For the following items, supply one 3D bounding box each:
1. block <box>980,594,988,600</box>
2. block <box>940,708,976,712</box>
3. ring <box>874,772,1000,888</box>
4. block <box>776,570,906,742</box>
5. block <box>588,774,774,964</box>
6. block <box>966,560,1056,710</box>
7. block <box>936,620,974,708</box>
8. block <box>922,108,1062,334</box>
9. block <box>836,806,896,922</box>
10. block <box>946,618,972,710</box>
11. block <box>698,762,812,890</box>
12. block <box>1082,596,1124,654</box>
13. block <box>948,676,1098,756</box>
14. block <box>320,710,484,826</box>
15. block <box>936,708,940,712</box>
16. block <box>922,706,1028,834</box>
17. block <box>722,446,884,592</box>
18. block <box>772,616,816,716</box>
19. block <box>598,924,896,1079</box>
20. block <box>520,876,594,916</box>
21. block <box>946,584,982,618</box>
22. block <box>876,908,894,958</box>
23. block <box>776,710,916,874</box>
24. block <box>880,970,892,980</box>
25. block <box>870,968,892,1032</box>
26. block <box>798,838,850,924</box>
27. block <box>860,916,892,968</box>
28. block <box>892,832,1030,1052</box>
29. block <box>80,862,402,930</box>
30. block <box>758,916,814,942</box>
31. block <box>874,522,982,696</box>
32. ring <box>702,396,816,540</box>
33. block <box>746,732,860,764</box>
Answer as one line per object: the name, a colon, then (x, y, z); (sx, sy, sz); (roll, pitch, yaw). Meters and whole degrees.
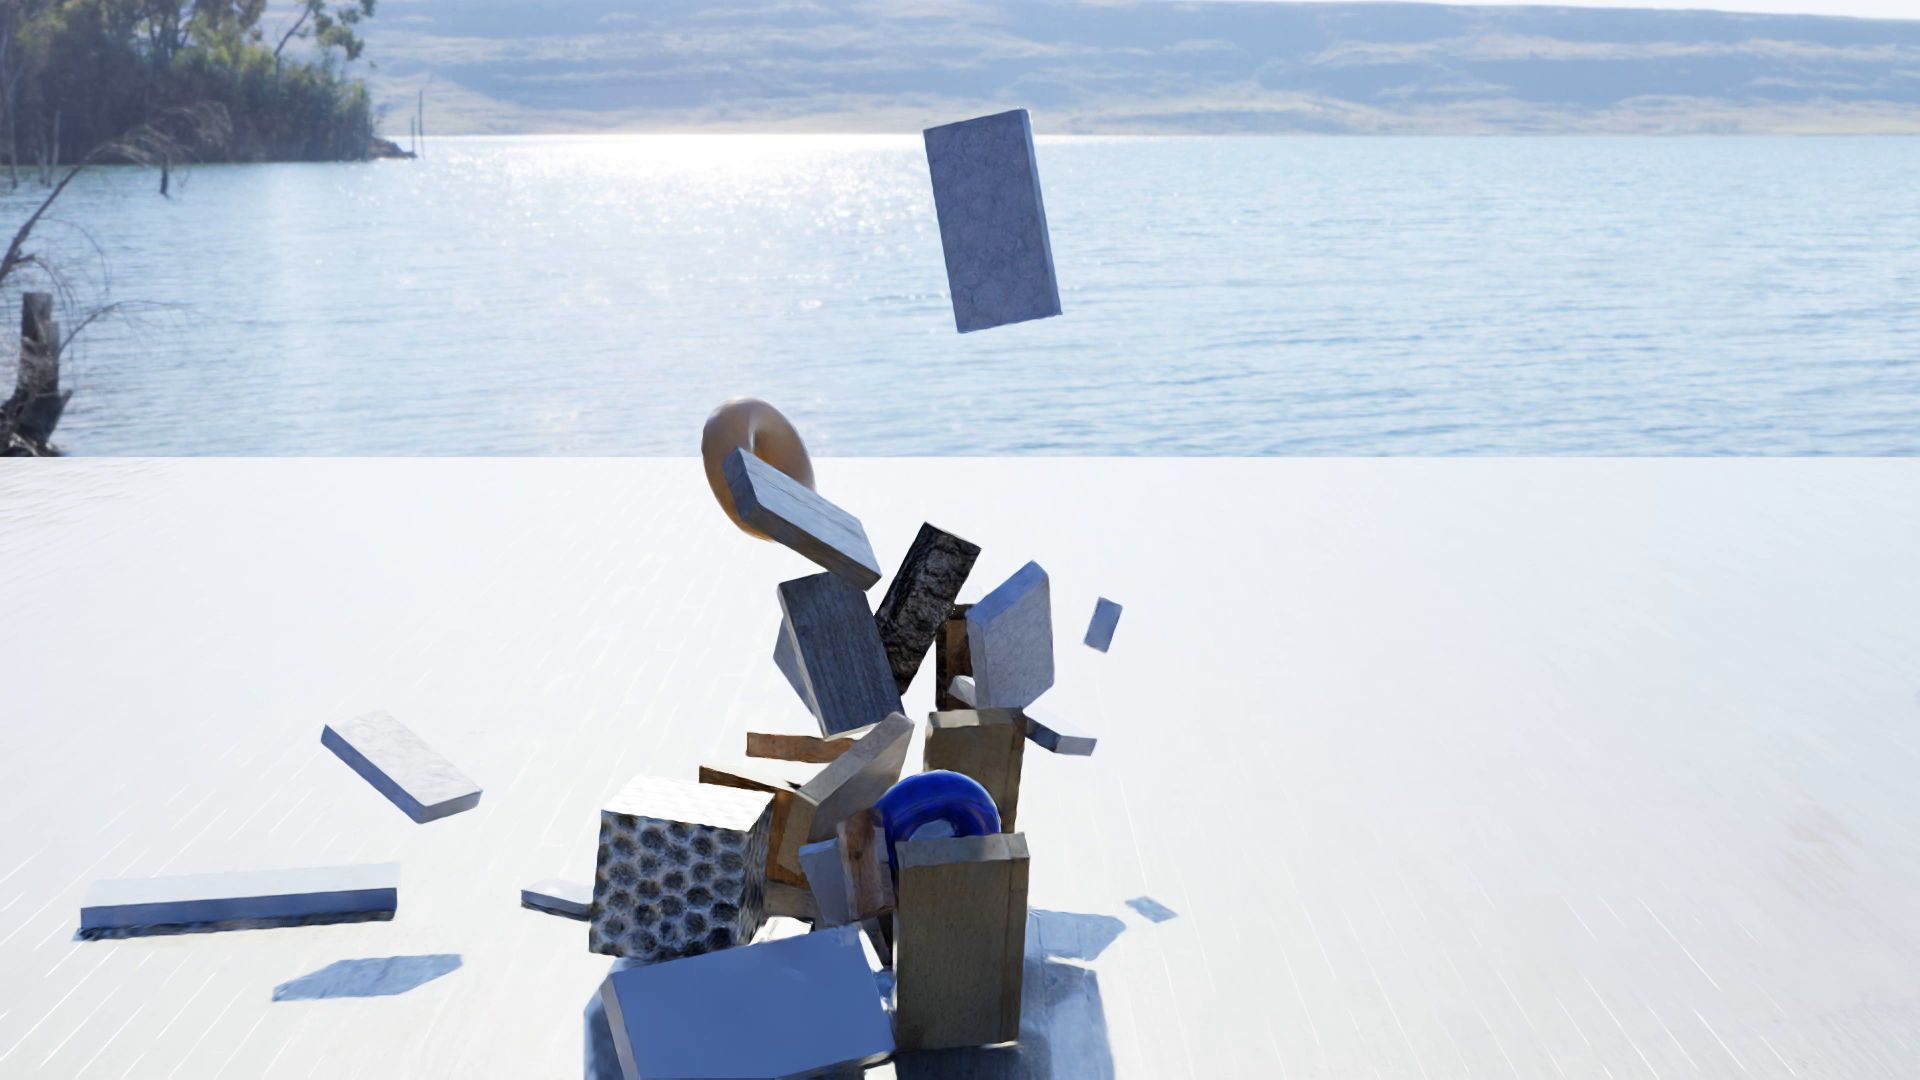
block: (0.055, 0.116, 3.981); (0.014, 0.048, 0.096); (40, -22, -13)
block: (0.005, 0.318, 4.112); (0.087, 0.025, 0.174); (0, 11, 0)
ring: (-0.039, 0.402, 2.968); (0.197, 0.197, 0.066); (-4, 22, -20)
block: (-0.185, 0.174, 3.403); (0.127, 0.255, 0.036); (-14, -17, -19)
block: (-0.421, 0.503, 3.344); (0.220, 0.220, 0.220); (8, 8, 4)
block: (0.086, 0.180, 3.609); (0.142, 0.368, 0.040); (-38, 63, -18)
block: (-0.002, 0.223, 4.078); (0.088, 0.175, 0.025); (0, 11, 0)
block: (0.045, -0.437, 3.025); (0.142, 0.283, 0.040); (-9, 4, 17)
block: (-0.123, 0.424, 2.872); (0.067, 0.134, 0.019); (-30, -31, 36)
block: (-0.001, 0.231, 4.028); (0.048, 0.177, 0.014); (0, 11, 0)
block: (-0.326, 0.490, 3.765); (0.319, 0.159, 0.045); (9, 10, 41)
block: (0.265, 0.158, 4.082); (0.048, 0.096, 0.014); (23, -16, -9)
block: (0.109, 0.306, 3.835); (0.245, 0.035, 0.122); (27, 8, 34)
block: (-0.919, 0.371, 3.619); (0.255, 0.036, 0.127); (33, 24, 26)
block: (-0.002, 0.246, 4.201); (0.088, 0.266, 0.025); (0, 11, 0)
block: (0.015, 0.427, 3.688); (0.159, 0.319, 0.045); (-2, 32, -13)
block: (-0.229, -0.029, 3.207); (0.260, 0.037, 0.130); (32, 23, -40)
block: (-0.245, 0.178, 3.607); (0.036, 0.127, 0.255); (-28, -21, -25)
block: (-0.265, 0.602, 2.767); (0.344, 0.172, 0.049); (-6, -27, -32)
block: (-0.646, 0.588, 3.627); (0.142, 0.020, 0.071); (7, 12, 31)
block: (-0.001, 0.114, 4.117); (0.088, 0.025, 0.175); (0, 11, 0)
block: (-0.083, 0.523, 3.057); (0.067, 0.134, 0.019); (-7, 19, 36)
block: (-0.160, 0.357, 3.132); (0.037, 0.130, 0.260); (29, 35, 19)
block: (-0.059, 0.652, 3.279); (0.142, 0.020, 0.071); (-9, 14, -41)
block: (-0.247, 0.674, 3.081); (0.344, 0.049, 0.172); (-6, 12, -30)
block: (-0.171, 0.468, 3.019); (0.067, 0.134, 0.019); (-14, 35, 5)
block: (-0.059, 0.537, 3.372); (0.151, 0.151, 0.151); (-11, -27, -43)
block: (-0.002, 0.546, 2.967); (0.172, 0.344, 0.049); (-3, 35, -8)
block: (-1.173, 0.582, 3.611); (0.490, 0.037, 0.130); (-2, 11, -11)
block: (-0.273, 0.623, 3.434); (0.071, 0.020, 0.142); (1, 11, 4)
block: (-0.076, 0.116, 3.668); (0.040, 0.283, 0.142); (30, 4, 31)
ring: (-0.339, -0.121, 3.720); (0.087, 0.261, 0.261); (-21, 0, 27)
block: (-0.263, 0.373, 3.938); (0.159, 0.045, 0.319); (5, -5, -21)
